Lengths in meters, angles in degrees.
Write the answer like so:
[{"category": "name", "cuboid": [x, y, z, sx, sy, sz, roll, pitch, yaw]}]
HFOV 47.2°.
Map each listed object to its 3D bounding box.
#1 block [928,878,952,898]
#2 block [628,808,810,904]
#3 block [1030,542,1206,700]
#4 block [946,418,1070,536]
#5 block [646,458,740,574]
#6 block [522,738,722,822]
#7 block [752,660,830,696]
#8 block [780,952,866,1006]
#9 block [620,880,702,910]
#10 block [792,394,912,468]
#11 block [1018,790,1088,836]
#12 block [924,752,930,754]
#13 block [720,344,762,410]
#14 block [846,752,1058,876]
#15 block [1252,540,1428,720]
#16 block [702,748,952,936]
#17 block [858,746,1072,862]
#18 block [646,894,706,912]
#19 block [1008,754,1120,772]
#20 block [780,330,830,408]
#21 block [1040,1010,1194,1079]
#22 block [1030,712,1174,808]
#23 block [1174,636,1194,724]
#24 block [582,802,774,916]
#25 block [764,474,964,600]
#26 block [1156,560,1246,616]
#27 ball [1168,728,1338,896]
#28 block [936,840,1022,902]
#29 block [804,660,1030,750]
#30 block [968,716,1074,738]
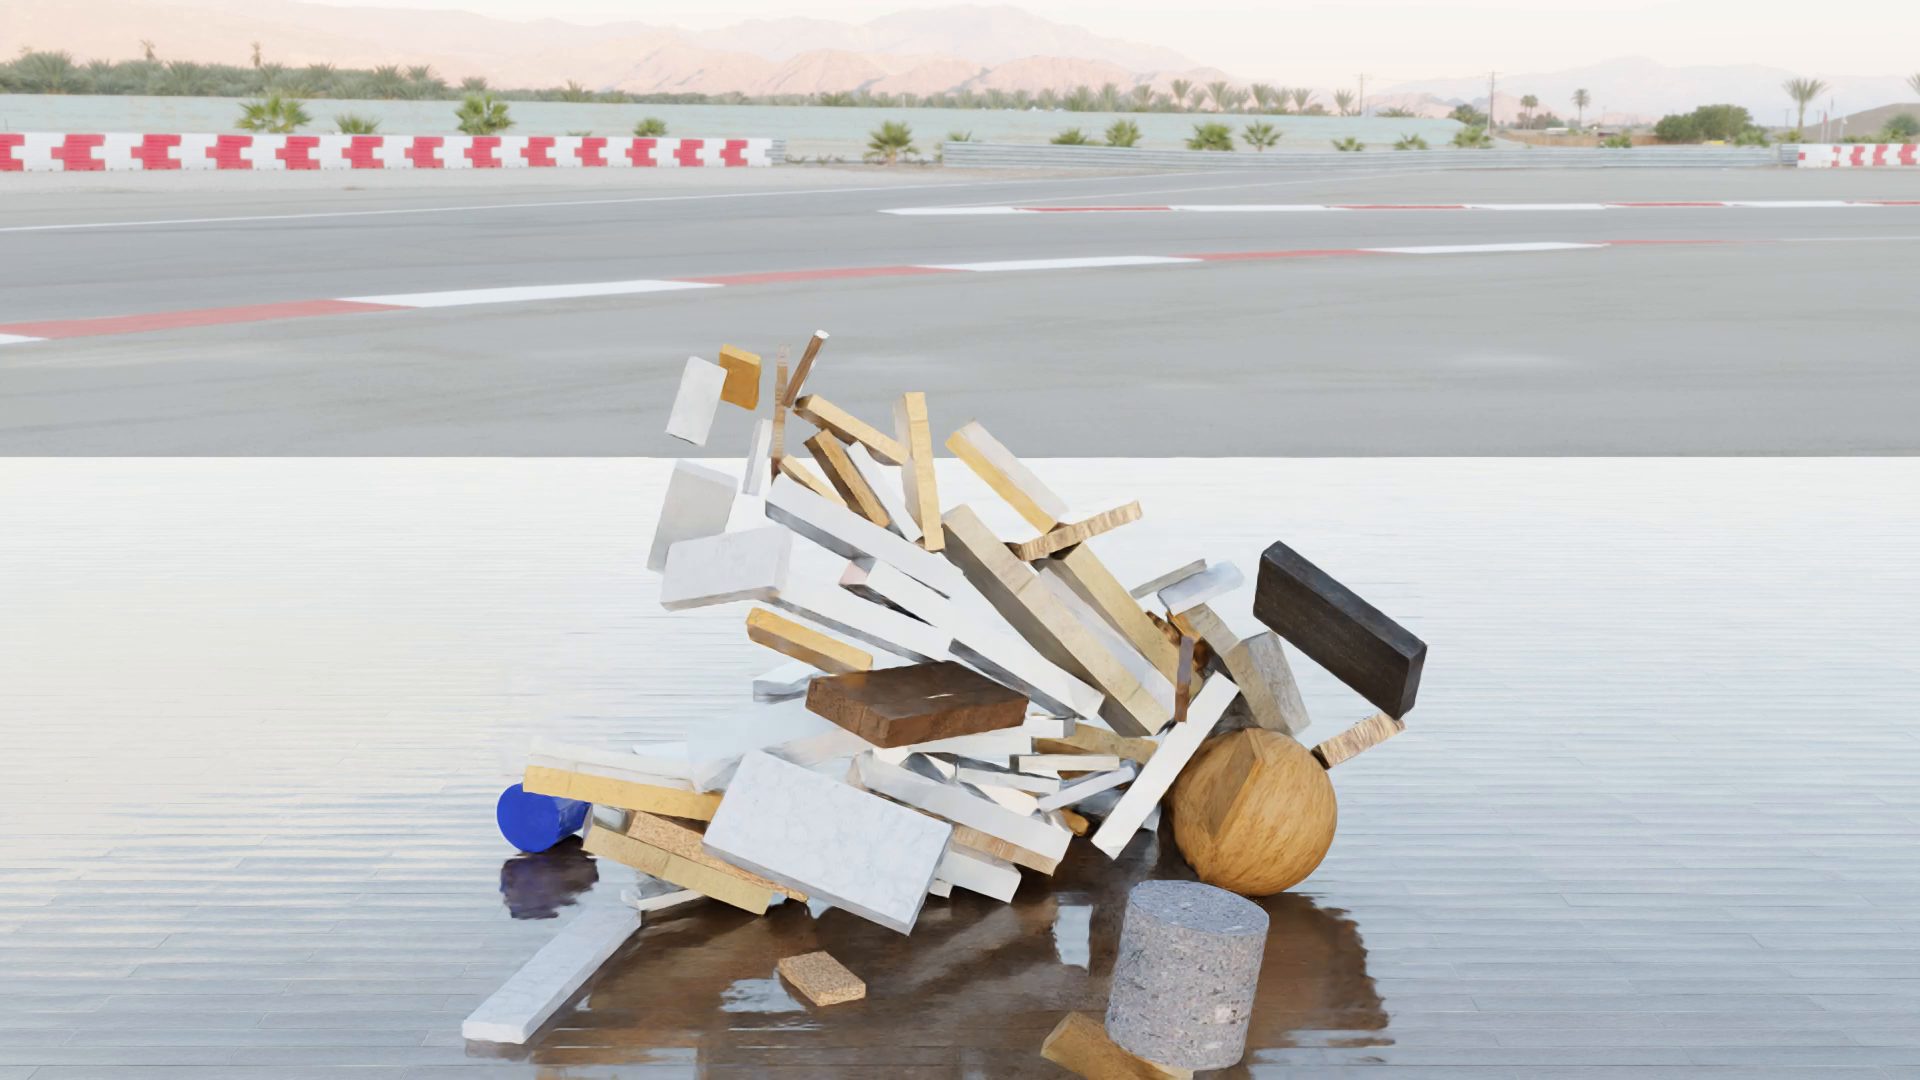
[{"category": "block", "cuboid": [-0.102, 0.550, 3.666, 0.176, 0.025, 0.088, 15, 6, -4]}, {"category": "block", "cuboid": [-0.392, 0.497, 3.614, 0.313, 0.044, 0.157, 23, 6, -11]}, {"category": "block", "cuboid": [0.258, 0.133, 3.686, 0.047, 0.329, 0.165, -46, 17, -14]}, {"category": "block", "cuboid": [0.078, -0.104, 3.585, 0.219, 0.031, 0.109, 43, 20, 1]}, {"category": "block", "cuboid": [-0.433, -0.026, 3.556, 0.104, 0.209, 0.030, 19, 34, -3]}, {"category": "block", "cuboid": [-0.546, 0.389, 3.572, 0.313, 0.044, 0.157, 11, 9, -9]}, {"category": "block", "cuboid": [-0.387, 0.317, 5.063, 0.097, 0.027, 0.194, 5, 11, 23]}, {"category": "block", "cuboid": [-0.206, 0.652, 3.275, 0.074, 0.021, 0.149, -5, 12, -27]}, {"category": "block", "cuboid": [-0.489, 0.577, 3.598, 0.118, 0.017, 0.059, -8, 15, -36]}, {"category": "block", "cuboid": [-0.177, -0.177, 3.580, 0.185, 0.026, 0.093, 30, -10, -17]}, {"category": "block", "cuboid": [0.130, 0.474, 3.896, 0.097, 0.027, 0.194, -4, -28, 45]}, {"category": "block", "cuboid": [-0.073, 0.404, 4.597, 0.097, 0.027, 0.193, -5, 12, -27]}, {"category": "block", "cuboid": [-0.357, -0.262, 3.553, 0.064, 0.018, 0.128, 20, -32, 4]}, {"category": "block", "cuboid": [-0.011, 0.464, 3.737, 0.351, 0.050, 0.176, 22, 6, -16]}, {"category": "block", "cuboid": [0.581, 0.138, 3.391, 0.042, 0.147, 0.294, -35, 56, -27]}, {"category": "block", "cuboid": [-0.203, 0.460, 3.373, 0.343, 0.171, 0.049, 20, -28, 11]}, {"category": "block", "cuboid": [0.005, 0.425, 3.650, 0.351, 0.050, 0.175, 22, 5, -8]}, {"category": "block", "cuboid": [-0.482, 0.586, 3.644, 0.118, 0.017, 0.059, -10, 14, -43]}, {"category": "block", "cuboid": [0.172, 0.367, 3.631, 0.168, 0.024, 0.084, 1, -3, -11]}, {"category": "block", "cuboid": [-0.251, -0.276, 3.553, 0.018, 0.126, 0.063, 27, 12, -1]}, {"category": "block", "cuboid": [0.201, 0.668, 2.816, 0.176, 0.088, 0.025, 27, 45, -5]}, {"category": "block", "cuboid": [0.293, 0.421, 4.154, 0.346, 0.049, 0.173, 10, -29, 43]}, {"category": "block", "cuboid": [0.352, 0.219, 3.457, 0.020, 0.072, 0.143, 5, 28, 6]}, {"category": "block", "cuboid": [-0.462, 0.517, 3.605, 0.313, 0.044, 0.157, 23, 6, -12]}, {"category": "block", "cuboid": [-0.159, 0.005, 3.593, 0.335, 0.047, 0.167, 28, -10, 0]}, {"category": "block", "cuboid": [0.398, 0.079, 3.633, 0.134, 0.019, 0.067, -23, 25, -6]}, {"category": "ball", "cuboid": [0.486, 0.451, 3.653, 0.278, 0.278, 0.278, 0, 11, 0]}, {"category": "block", "cuboid": [-0.085, 0.496, 3.648, 0.351, 0.050, 0.175, 21, 6, -17]}, {"category": "block", "cuboid": [-0.065, 0.259, 3.500, 0.171, 0.049, 0.343, 24, 17, 36]}, {"category": "block", "cuboid": [0.081, 0.312, 3.680, 0.206, 0.029, 0.103, 0, -2, 13]}]
